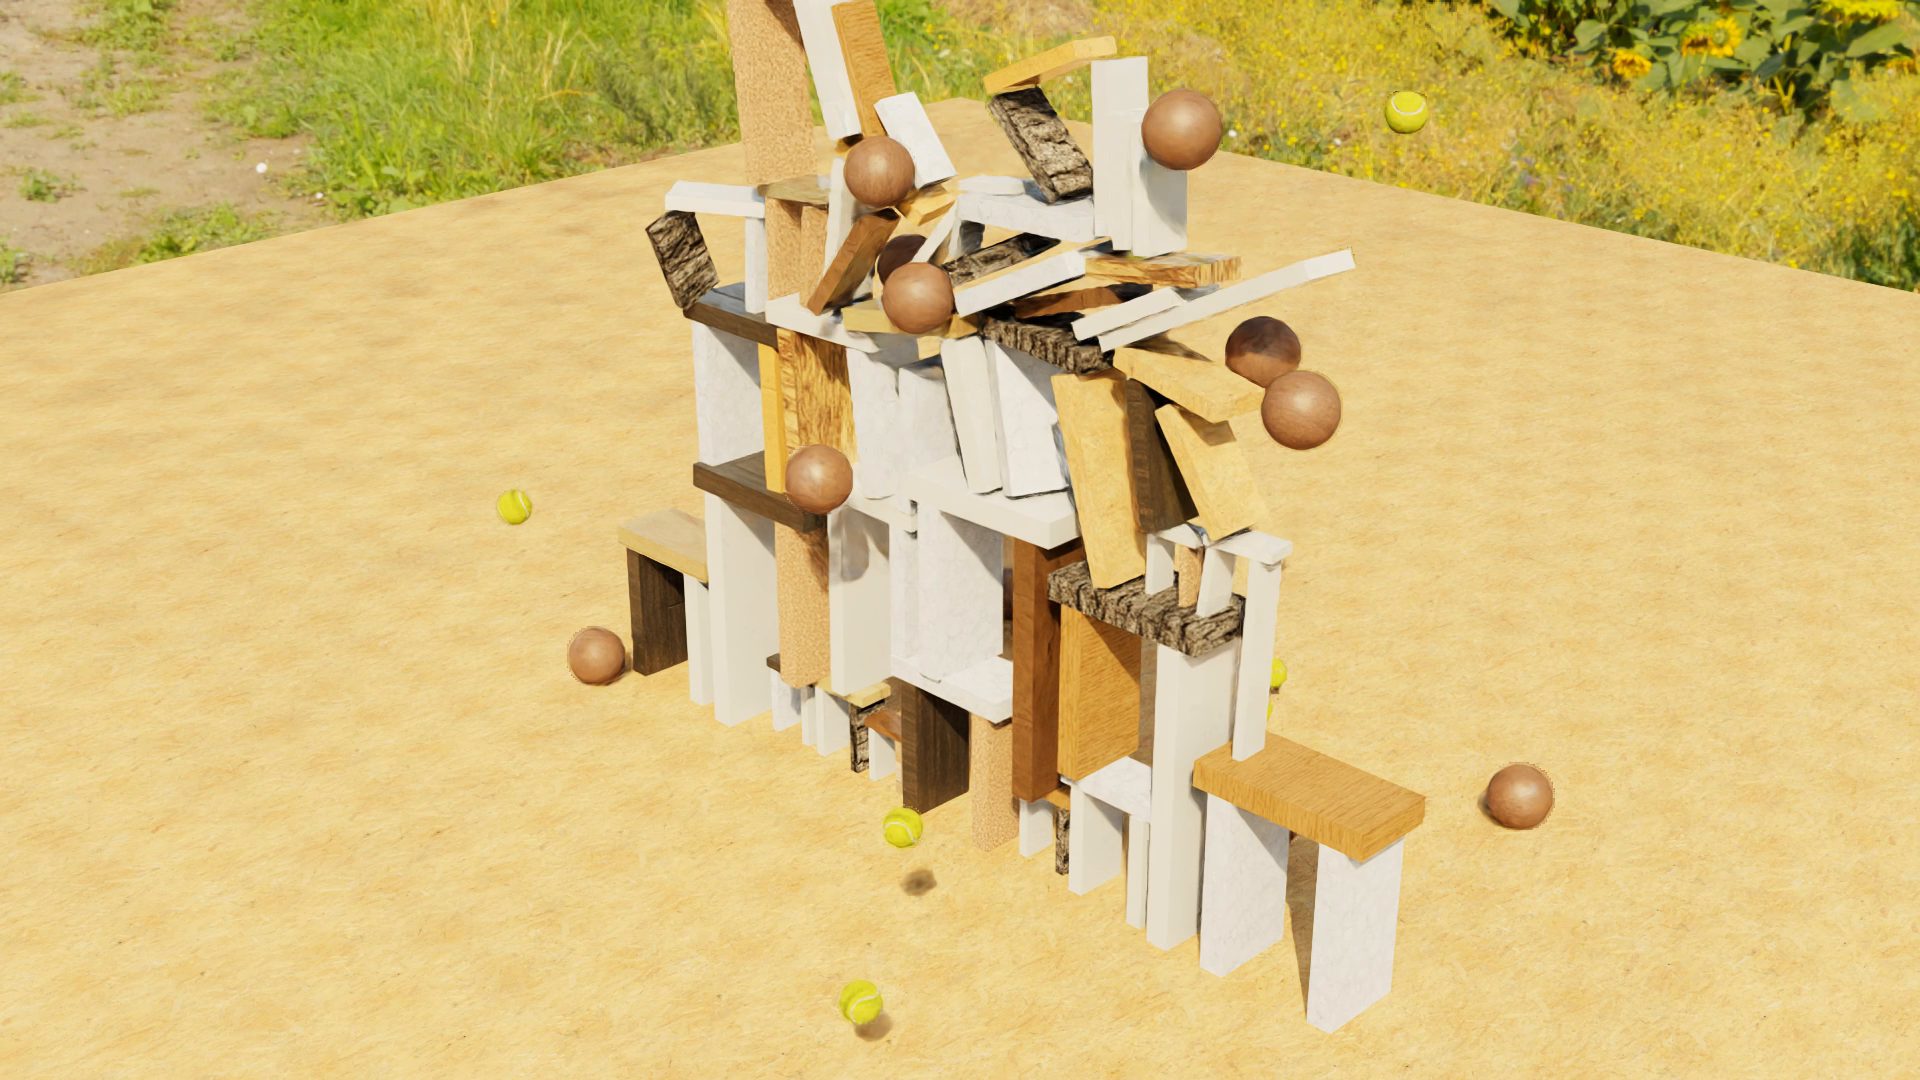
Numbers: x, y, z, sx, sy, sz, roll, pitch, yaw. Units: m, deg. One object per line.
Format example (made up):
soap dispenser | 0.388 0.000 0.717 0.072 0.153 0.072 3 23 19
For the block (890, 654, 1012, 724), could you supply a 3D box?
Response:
block | 0.018 0.268 4.316 0.148 0.042 0.296 -21 30 -40

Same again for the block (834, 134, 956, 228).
block | -0.121 -0.681 4.102 0.218 0.031 0.109 44 42 11

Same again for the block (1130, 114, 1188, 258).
block | 0.334 -0.593 3.681 0.032 0.223 0.112 12 21 40

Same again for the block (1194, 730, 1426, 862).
block | 0.595 0.431 3.768 0.356 0.050 0.178 21 31 41

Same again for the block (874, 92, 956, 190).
block | -0.082 -0.738 4.060 0.088 0.176 0.025 -25 -4 -42

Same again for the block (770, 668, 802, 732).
block | -0.375 0.336 4.782 0.021 0.146 0.073 21 31 41

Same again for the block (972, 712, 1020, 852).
block | 0.090 0.451 4.318 0.042 0.296 0.148 21 31 41

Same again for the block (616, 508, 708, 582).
block | -0.606 0.009 4.892 0.310 0.044 0.155 21 31 41

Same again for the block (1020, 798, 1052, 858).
block | 0.149 0.542 4.299 0.072 0.143 0.020 -21 31 -40

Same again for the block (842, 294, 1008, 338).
block | -0.065 -0.420 4.091 0.292 0.041 0.146 9 23 43

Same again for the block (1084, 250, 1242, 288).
block | 0.339 -0.456 3.685 0.120 0.034 0.240 -18 21 -41

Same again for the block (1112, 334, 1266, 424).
block | 0.384 -0.273 3.697 0.120 0.034 0.239 -18 38 -38

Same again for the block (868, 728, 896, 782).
block | -0.162 0.436 4.578 0.017 0.121 0.060 21 31 41

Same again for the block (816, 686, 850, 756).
block | -0.268 0.373 4.678 0.023 0.159 0.080 21 31 41

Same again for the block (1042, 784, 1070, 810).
block | 0.186 0.478 4.242 0.143 0.020 0.072 21 31 40

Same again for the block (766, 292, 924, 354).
block | -0.224 -0.431 4.284 0.295 0.042 0.148 20 30 39

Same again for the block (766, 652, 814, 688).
block | -0.340 0.273 4.718 0.146 0.021 0.073 21 31 41

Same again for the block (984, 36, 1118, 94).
block | 0.153 -0.811 3.757 0.214 0.030 0.107 -11 6 46

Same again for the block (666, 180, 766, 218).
block | -0.473 -0.676 4.362 0.203 0.029 0.101 6 26 5

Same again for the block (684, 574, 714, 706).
block | -0.533 0.200 4.894 0.044 0.310 0.155 21 31 41

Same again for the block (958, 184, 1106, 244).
block | 0.155 -0.575 3.844 0.151 0.043 0.302 -20 27 -39

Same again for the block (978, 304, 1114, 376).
block | 0.178 -0.364 3.917 0.144 0.041 0.288 -17 29 -34

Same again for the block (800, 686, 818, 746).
block | -0.306 0.363 4.719 0.021 0.146 0.073 21 31 41

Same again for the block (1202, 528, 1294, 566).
block | 0.484 0.005 3.700 0.136 0.019 0.068 18 29 36

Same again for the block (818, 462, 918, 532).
block | -0.138 -0.090 4.347 0.139 0.039 0.277 -20 30 -39

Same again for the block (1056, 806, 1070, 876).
block | 0.216 0.569 4.237 0.020 0.143 0.072 21 31 40

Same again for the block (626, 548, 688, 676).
block | -0.679 0.143 5.028 0.044 0.310 0.155 21 31 41

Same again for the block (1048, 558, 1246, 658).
block | 0.340 0.107 3.898 0.172 0.049 0.344 -21 31 -40

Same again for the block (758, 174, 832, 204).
block | -0.291 -0.681 4.257 0.100 0.028 0.200 -21 25 -40

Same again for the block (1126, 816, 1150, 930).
block | 0.361 0.595 4.065 0.114 0.229 0.032 -21 31 -40

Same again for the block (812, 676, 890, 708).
block | -0.230 0.303 4.609 0.159 0.023 0.080 21 31 40

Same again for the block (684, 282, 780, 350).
block | -0.408 -0.458 4.477 0.154 0.044 0.309 -21 31 -40

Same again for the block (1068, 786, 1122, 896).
block | 0.259 0.550 4.172 0.114 0.229 0.032 -21 31 -41

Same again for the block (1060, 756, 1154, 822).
block | 0.309 0.452 4.070 0.114 0.032 0.229 -21 31 -40

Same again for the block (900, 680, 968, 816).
block | -0.050 0.396 4.447 0.042 0.296 0.148 21 31 41

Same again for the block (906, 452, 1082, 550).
block | 0.091 -0.080 4.099 0.359 0.051 0.180 20 30 39

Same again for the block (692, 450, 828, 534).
block | -0.373 -0.111 4.572 0.180 0.051 0.359 -21 30 -40

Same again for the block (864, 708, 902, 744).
block | -0.133 0.384 4.525 0.121 0.017 0.060 21 31 41

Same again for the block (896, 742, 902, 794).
block | -0.105 0.458 4.526 0.017 0.121 0.060 21 31 41

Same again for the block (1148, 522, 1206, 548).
block | 0.380 -0.015 3.811 0.113 0.016 0.057 20 30 40

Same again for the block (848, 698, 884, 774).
block | -0.194 0.402 4.609 0.080 0.159 0.023 -21 31 -40

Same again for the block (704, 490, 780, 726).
block | -0.456 0.128 4.767 0.180 0.541 0.051 -21 31 -41
